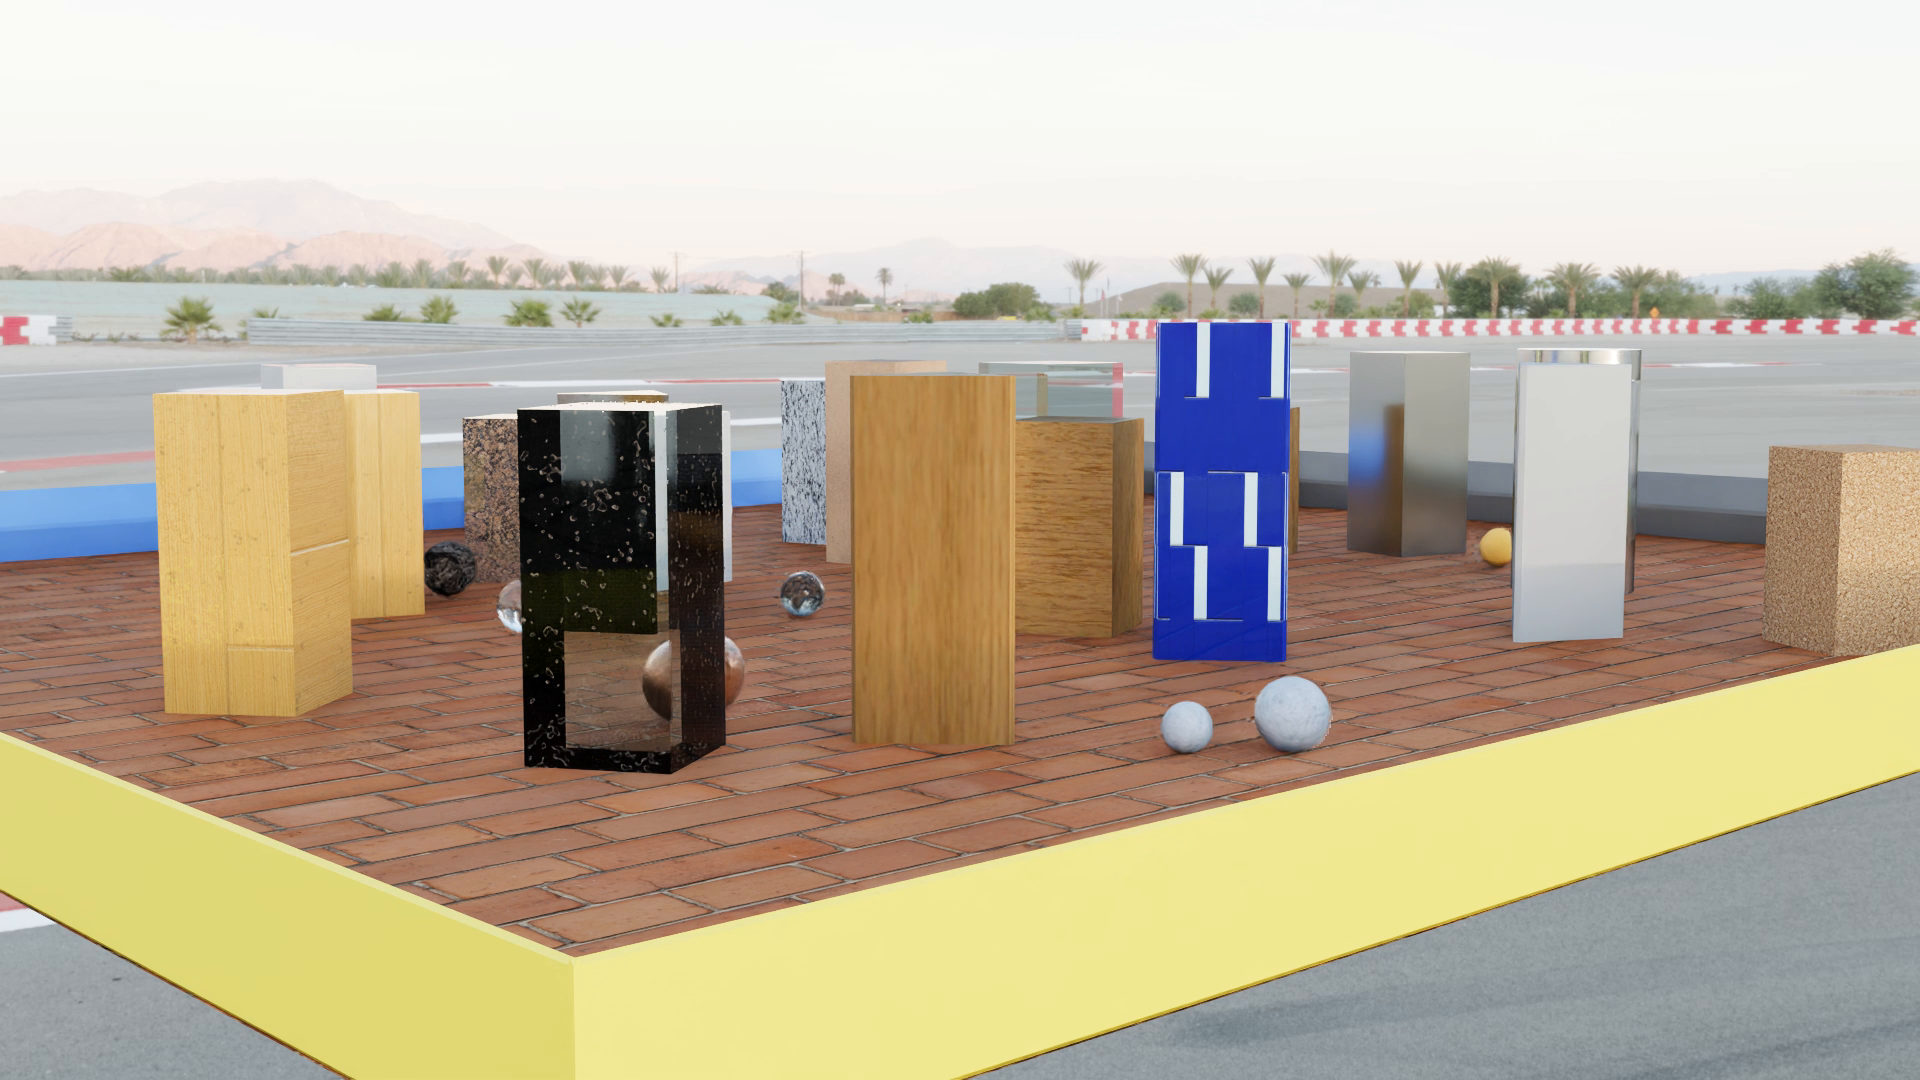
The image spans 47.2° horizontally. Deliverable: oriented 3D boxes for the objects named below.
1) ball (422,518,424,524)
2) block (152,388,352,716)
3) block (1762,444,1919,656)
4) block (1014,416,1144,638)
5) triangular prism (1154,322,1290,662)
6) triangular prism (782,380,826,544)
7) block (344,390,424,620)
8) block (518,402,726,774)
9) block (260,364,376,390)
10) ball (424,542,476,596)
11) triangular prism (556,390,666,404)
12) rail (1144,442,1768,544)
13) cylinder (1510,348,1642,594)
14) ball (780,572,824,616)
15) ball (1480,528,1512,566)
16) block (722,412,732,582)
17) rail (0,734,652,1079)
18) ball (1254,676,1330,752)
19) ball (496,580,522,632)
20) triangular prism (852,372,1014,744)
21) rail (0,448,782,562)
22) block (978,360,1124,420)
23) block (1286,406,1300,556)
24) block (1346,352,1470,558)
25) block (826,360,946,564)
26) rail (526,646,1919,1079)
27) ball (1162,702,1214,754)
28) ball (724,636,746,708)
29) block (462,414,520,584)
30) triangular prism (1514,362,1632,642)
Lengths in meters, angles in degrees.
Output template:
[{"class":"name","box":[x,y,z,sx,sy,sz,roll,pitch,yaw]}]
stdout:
[{"class":"ball","box":[-1.085,-0.037,4.339,0.051,0.051,0.051,0,6,0]},{"class":"block","box":[-0.791,0.009,2.471,0.152,0.351,0.152,1,6,8]},{"class":"block","box":[1.175,0.009,2.901,0.152,0.261,0.152,-2,6,-15]},{"class":"block","box":[0.161,-0.022,3.058,0.152,0.291,0.152,2,6,20]},{"class":"triangular prism","box":[0.338,-0.067,2.837,0.165,0.426,0.142,1,6,7]},{"class":"triangular prism","box":[-0.232,-0.151,4.207,0.165,0.307,0.142,4,7,33]},{"class":"block","box":[-0.884,-0.055,3.222,0.152,0.323,0.152,-3,7,-29]},{"class":"block","box":[-0.332,0.042,2.179,0.152,0.348,0.152,2,6,14]},{"class":"block","box":[-1.072,-0.118,3.690,0.152,0.350,0.152,-4,7,-31]},{"class":"ball","box":[-0.795,0.045,3.412,0.084,0.084,0.084,0,6,0]},{"class":"triangular prism","box":[-0.466,-0.047,3.133,0.165,0.325,0.142,2,6,14]},{"class":"rail","box":[1.210,-0.085,4.442,0.045,0.123,3.059,-6,8,-42]},{"class":"cylinder","box":[0.974,-0.112,3.481,0.190,0.380,0.190,0,6,0]},{"class":"ball","box":[-0.229,0.078,3.185,0.064,0.064,0.064,0,6,0]},{"class":"ball","box":[0.930,0.013,3.797,0.066,0.066,0.066,0,6,0]},{"class":"block","box":[-0.480,-0.072,3.594,0.152,0.277,0.152,-5,8,-39]},{"class":"rail","box":[-1.210,0.149,2.222,0.045,0.123,3.059,-6,8,-42]},{"class":"ball","box":[0.334,0.175,2.213,0.076,0.076,0.076,0,6,0]},{"class":"ball","box":[-0.602,0.091,3.030,0.071,0.071,0.071,0,6,0]},{"class":"triangular prism","box":[-0.023,0.014,2.308,0.165,0.376,0.142,0,6,4]},{"class":"rail","box":[-1.021,-0.084,4.433,3.340,0.123,0.045,-6,8,-42]},{"class":"block","box":[0.135,-0.083,3.289,0.152,0.364,0.152,-5,8,-40]},{"class":"block","box":[0.519,-0.106,3.973,0.152,0.265,0.152,3,7,23]},{"class":"block","box":[0.818,-0.160,4.018,0.152,0.364,0.152,-3,7,-29]},{"class":"block","box":[-0.129,-0.139,3.868,0.152,0.353,0.152,4,7,35]},{"class":"rail","box":[1.021,0.148,2.232,3.340,0.123,0.045,-6,8,-42]},{"class":"ball","box":[0.228,0.188,2.206,0.052,0.052,0.052,0,6,0]},{"class":"ball","box":[-0.282,0.146,2.413,0.093,0.093,0.093,0,6,0]},{"class":"block","box":[-0.715,-0.070,3.627,0.152,0.267,0.152,1,6,11]},{"class":"triangular prism","box":[0.801,-0.056,3.010,0.165,0.369,0.142,-2,6,-17]}]
